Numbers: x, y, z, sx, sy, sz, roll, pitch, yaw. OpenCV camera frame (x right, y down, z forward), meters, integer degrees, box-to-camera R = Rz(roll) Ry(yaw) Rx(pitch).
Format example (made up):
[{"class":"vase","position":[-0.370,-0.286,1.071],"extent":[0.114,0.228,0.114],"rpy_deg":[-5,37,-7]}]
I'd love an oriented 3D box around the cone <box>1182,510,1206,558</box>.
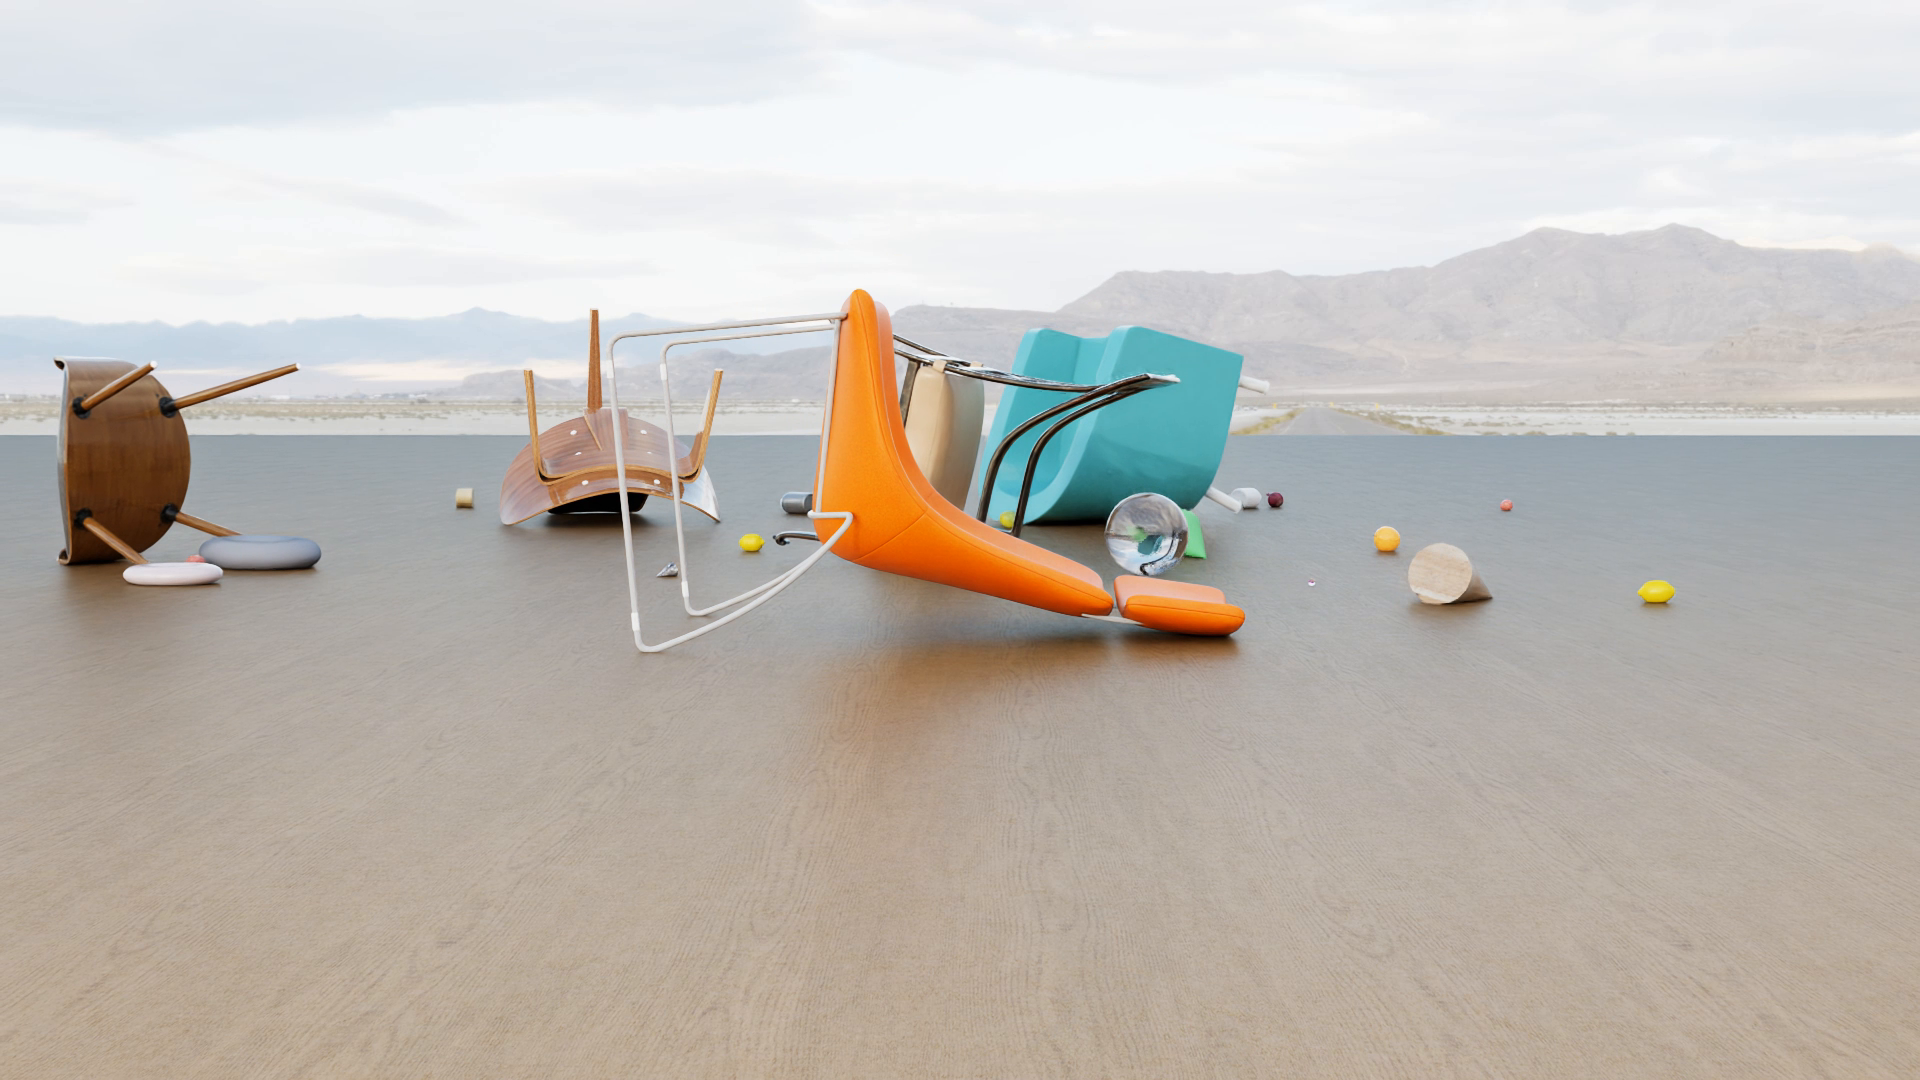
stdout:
[{"class":"cone","position":[0.614,0.013,5.910],"extent":[0.175,0.125,0.222],"rpy_deg":[-10,23,-17]}]

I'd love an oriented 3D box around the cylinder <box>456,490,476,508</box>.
[{"class":"cylinder","position":[-1.879,-0.158,8.359],"extent":[0.058,0.067,0.078],"rpy_deg":[0,8,-2]}]

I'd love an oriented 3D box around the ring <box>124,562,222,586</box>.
[{"class":"ring","position":[-1.818,0.079,5.080],"extent":[0.233,0.044,0.158],"rpy_deg":[0,5,9]}]

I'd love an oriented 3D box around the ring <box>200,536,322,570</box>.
[{"class":"ring","position":[-1.767,0.032,5.551],"extent":[0.350,0.073,0.233],"rpy_deg":[3,6,28]}]

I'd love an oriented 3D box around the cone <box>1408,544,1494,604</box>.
[{"class":"cone","position":[1.076,0.097,4.667],"extent":[0.201,0.130,0.161],"rpy_deg":[21,0,-40]}]

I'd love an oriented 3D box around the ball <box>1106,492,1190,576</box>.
[{"class":"ball","position":[0.450,-0.014,5.286],"extent":[0.201,0.201,0.201],"rpy_deg":[0,4,0]}]

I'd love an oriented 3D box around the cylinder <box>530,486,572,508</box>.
[{"class":"cylinder","position":[-1.537,-0.160,8.270],"extent":[0.124,0.080,0.093],"rpy_deg":[1,39,20]}]
